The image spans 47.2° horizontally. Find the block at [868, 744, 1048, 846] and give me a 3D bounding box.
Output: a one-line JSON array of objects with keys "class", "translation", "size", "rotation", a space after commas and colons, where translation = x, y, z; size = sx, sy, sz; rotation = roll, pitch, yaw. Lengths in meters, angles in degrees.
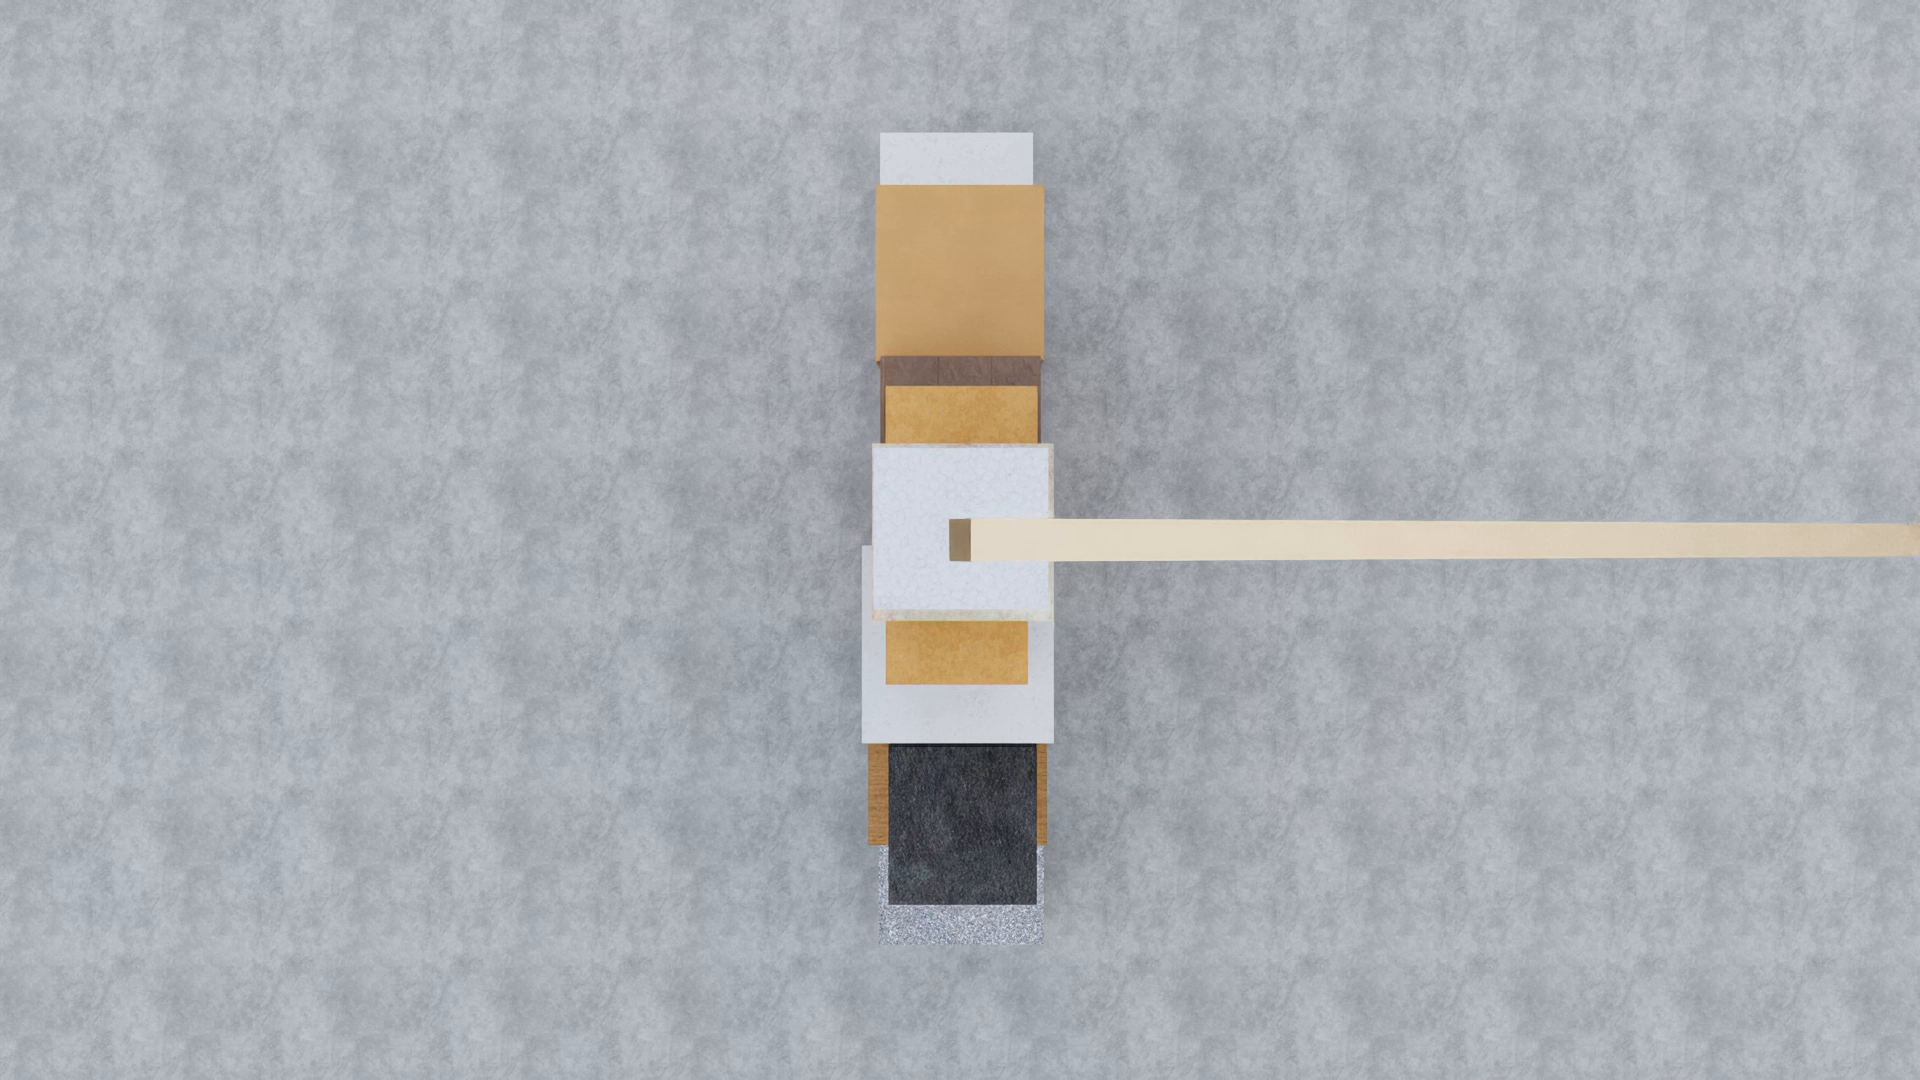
[{"class": "block", "translation": [-0.012, 1.096, 11.511], "size": [0.899, 0.943, 0.871], "rotation": [0, 90, 0]}]

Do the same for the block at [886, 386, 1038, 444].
[{"class": "block", "translation": [0.007, -0.355, 10.092], "size": [0.677, 0.578, 0.649], "rotation": [0, 89, 0]}]

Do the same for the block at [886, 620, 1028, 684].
[{"class": "block", "translation": [-0.014, 0.312, 9.838], "size": [0.614, 0.728, 0.634], "rotation": [0, 89, 0]}]

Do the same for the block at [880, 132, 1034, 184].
[{"class": "block", "translation": [-0.018, -1.767, 12.564], "size": [0.843, 0.872, 0.960], "rotation": [0, 90, 0]}]

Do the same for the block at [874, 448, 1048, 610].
[{"class": "block", "translation": [0.004, -0.037, 8.500], "size": [0.648, 0.699, 0.597], "rotation": [0, 89, 0]}]

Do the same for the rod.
[{"class": "rod", "translation": [2.234, 0.000, 5.415], "size": [5.200, 0.080, 0.080], "rotation": [0, 90, -31]}]

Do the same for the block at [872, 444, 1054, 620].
[{"class": "block", "translation": [0.011, -0.028, 9.164], "size": [0.732, 0.629, 0.714], "rotation": [0, 89, 0]}]

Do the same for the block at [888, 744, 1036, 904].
[{"class": "block", "translation": [0.012, 1.332, 10.642], "size": [0.692, 0.795, 0.736], "rotation": [0, 90, 0]}]

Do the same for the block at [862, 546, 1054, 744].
[{"class": "block", "translation": [-0.010, 0.489, 10.621], "size": [0.888, 0.843, 0.917], "rotation": [0, 89, 0]}]

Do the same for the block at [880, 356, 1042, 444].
[{"class": "block", "translation": [0.003, -0.428, 10.797], "size": [0.759, 0.829, 0.864], "rotation": [0, 89, 0]}]

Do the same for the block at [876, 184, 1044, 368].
[{"class": "block", "translation": [0.000, -1.286, 10.988], "size": [0.813, 0.738, 0.852], "rotation": [0, 89, 0]}]

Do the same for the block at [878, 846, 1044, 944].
[{"class": "block", "translation": [0.008, 1.770, 12.607], "size": [0.919, 0.785, 0.954], "rotation": [0, 90, 0]}]
